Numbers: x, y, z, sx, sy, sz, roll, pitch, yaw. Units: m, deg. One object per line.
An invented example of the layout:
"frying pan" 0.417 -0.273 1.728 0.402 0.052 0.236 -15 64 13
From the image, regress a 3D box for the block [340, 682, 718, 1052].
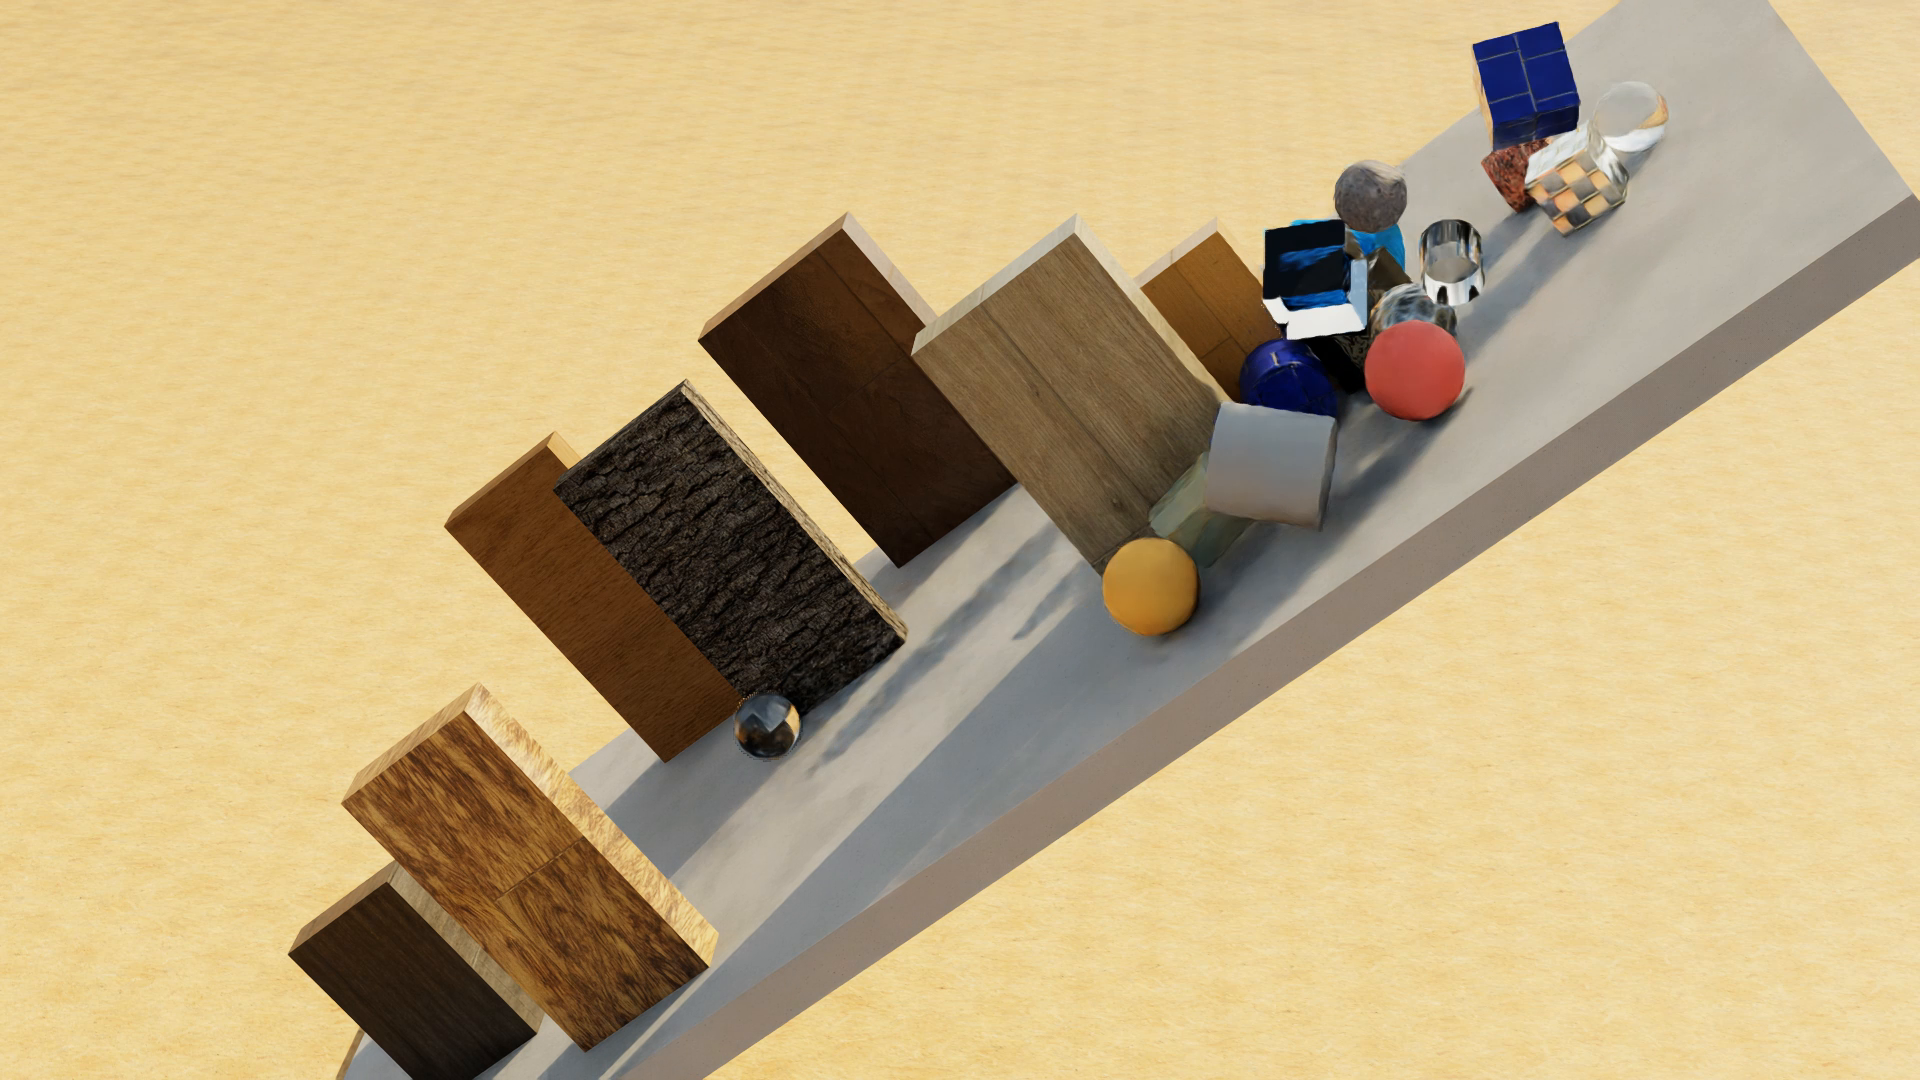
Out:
"block" -0.848 0.655 5.838 0.337 0.715 0.126 -36 16 18

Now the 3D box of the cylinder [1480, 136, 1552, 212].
"cylinder" 1.160 -0.763 6.019 0.134 0.134 0.134 -36 16 18

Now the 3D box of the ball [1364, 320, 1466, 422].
"ball" 0.843 -0.314 5.452 0.187 0.187 0.187 0 24 0

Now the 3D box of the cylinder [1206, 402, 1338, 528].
"cylinder" 0.574 -0.138 5.409 0.207 0.207 0.207 9 25 12

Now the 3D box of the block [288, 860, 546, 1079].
"block" -1.151 0.938 6.254 0.295 0.465 0.106 -36 16 18

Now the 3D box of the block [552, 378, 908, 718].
"block" -0.510 0.045 6.594 0.384 0.766 0.080 -36 16 18

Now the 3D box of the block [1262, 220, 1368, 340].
"block" 0.686 -0.502 5.677 0.158 0.158 0.158 -6 62 23

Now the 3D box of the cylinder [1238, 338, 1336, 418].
"cylinder" 0.651 -0.291 5.857 0.179 0.179 0.179 0 21 0

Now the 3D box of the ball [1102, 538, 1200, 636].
"ball" 0.359 0.087 5.515 0.185 0.185 0.185 0 24 0

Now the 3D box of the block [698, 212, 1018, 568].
"block" -0.205 -0.350 6.991 0.449 0.740 0.132 -36 16 18

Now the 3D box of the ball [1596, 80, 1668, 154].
"ball" 1.326 -0.835 5.805 0.142 0.142 0.142 0 24 0

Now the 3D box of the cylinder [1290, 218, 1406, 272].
"cylinder" 0.789 -0.561 6.063 0.200 0.200 0.200 3 23 28

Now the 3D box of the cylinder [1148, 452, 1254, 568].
"cylinder" 0.473 -0.058 5.625 0.159 0.159 0.159 32 28 -19

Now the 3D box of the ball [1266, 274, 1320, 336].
"ball" 0.675 -0.477 6.282 0.185 0.185 0.185 0 24 0

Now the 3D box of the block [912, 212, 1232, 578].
"block" 0.272 -0.260 5.792 0.406 0.650 0.126 -36 16 18

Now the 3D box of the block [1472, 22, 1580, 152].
"block" 1.053 -0.844 5.481 0.161 0.161 0.161 -14 -12 7

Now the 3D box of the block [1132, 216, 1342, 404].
"block" 0.533 -0.399 5.978 0.295 0.419 0.097 -36 16 18

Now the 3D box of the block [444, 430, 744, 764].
"block" -0.836 0.142 7.048 0.337 0.793 0.099 -36 16 18

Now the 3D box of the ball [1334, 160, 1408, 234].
"ball" 0.774 -0.648 5.547 0.139 0.139 0.139 0 24 0

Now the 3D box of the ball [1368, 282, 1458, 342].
"ball" 0.873 -0.411 5.675 0.170 0.170 0.170 0 24 0

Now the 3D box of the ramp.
"ramp" 0.120 0.185 6.341 4.000 0.100 2.000 -36 16 18

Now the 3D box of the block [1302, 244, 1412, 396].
"block" 0.811 -0.439 5.879 0.178 0.178 0.178 -30 19 36

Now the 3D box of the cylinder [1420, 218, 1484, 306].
"cylinder" 0.896 -0.507 5.361 0.112 0.112 0.112 1 44 3

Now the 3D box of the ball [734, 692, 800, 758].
"ball" -0.430 0.414 6.561 0.148 0.148 0.148 0 24 0

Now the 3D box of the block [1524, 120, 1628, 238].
"block" 1.205 -0.705 5.745 0.138 0.138 0.138 -32 18 30
